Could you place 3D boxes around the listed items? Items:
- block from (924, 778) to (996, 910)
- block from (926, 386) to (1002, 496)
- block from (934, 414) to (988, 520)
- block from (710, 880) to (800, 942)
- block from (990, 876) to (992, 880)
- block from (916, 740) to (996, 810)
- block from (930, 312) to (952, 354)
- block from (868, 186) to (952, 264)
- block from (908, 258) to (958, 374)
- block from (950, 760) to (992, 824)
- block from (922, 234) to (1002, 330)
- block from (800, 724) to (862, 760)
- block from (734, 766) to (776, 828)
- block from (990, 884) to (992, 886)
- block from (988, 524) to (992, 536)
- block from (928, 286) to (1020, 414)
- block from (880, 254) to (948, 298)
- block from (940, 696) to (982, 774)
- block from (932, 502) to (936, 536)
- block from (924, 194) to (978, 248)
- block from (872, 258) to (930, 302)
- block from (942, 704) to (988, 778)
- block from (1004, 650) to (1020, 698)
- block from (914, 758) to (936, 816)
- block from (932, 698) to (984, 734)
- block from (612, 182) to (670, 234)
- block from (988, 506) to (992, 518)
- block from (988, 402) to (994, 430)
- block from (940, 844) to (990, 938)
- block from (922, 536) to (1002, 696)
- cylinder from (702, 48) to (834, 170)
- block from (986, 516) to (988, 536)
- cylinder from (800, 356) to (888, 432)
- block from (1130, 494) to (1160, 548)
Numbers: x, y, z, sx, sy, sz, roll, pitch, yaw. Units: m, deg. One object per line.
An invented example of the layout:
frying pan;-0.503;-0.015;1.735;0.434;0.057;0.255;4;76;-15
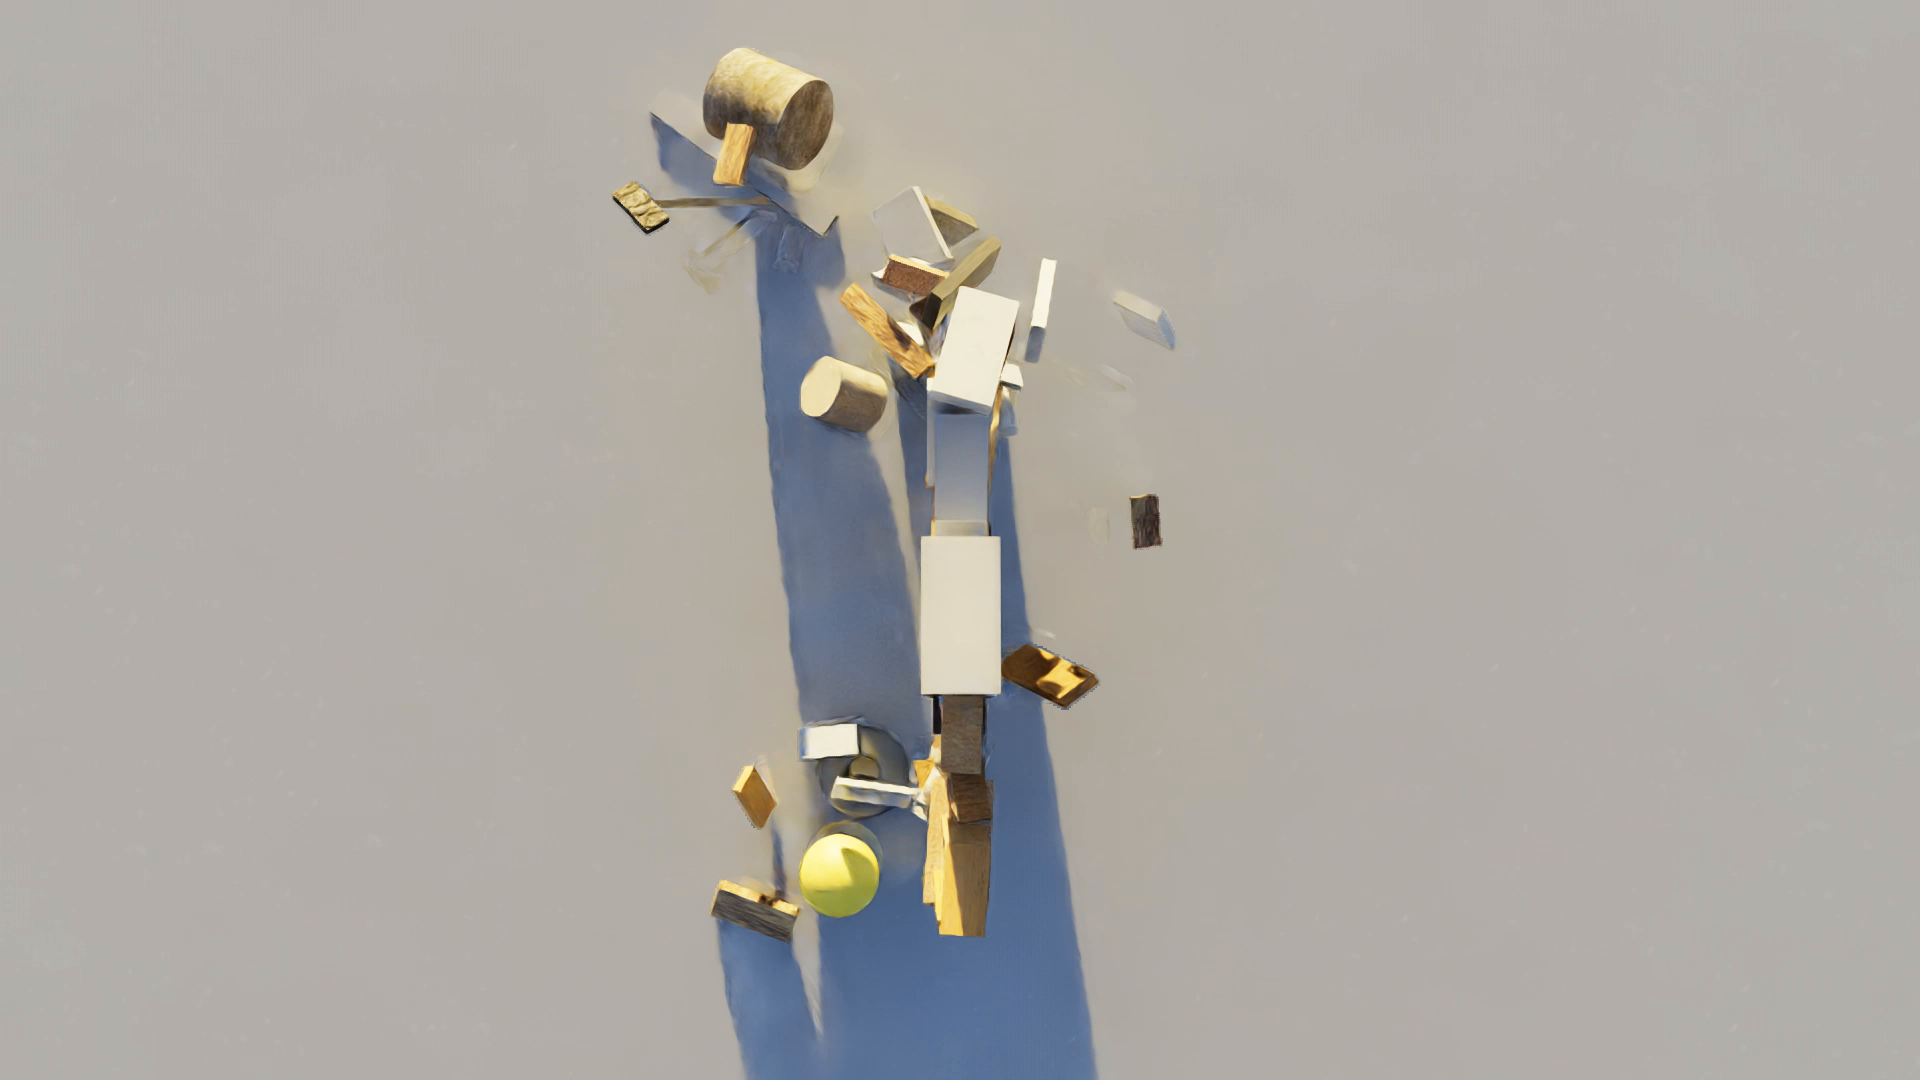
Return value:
block;-0.001;0.804;4.385;0.167;0.047;0.334;2;68;5
block;0.013;-0.297;4.521;0.176;0.050;0.352;7;62;1
block;0.003;-0.173;3.908;0.124;0.035;0.248;1;96;-1
block;-0.676;1.227;5.445;0.273;0.039;0.136;20;125;0
block;0.012;1.050;5.365;0.136;0.273;0.039;-26;109;0
block;-0.011;0.692;4.877;0.132;0.037;0.264;22;61;13
block;-0.051;-0.539;4.301;0.015;0.108;0.054;18;55;-15
block;-0.136;-0.909;5.127;0.168;0.048;0.337;-28;83;23
block;-0.047;-0.646;4.767;0.152;0.043;0.304;-18;95;-8
block;0.025;0.635;4.204;0.083;0.023;0.166;-8;72;-7
block;0.005;-0.679;4.345;0.038;0.135;0.269;38;60;8
block;-0.425;0.661;5.391;0.202;0.029;0.101;-7;71;14
block;-0.670;0.840;5.394;0.029;0.202;0.101;5;48;27
block;-0.001;0.987;5.258;0.136;0.039;0.273;-18;61;5
block;0.004;0.131;5.115;0.180;0.051;0.359;1;90;0
block;0.035;-0.447;3.872;0.147;0.042;0.293;16;66;-1
block;-0.127;-0.742;4.669;0.175;0.025;0.087;17;134;-11
block;0.004;0.476;4.071;0.099;0.028;0.197;2;98;0
block;-0.005;-0.094;4.120;0.123;0.035;0.247;2;75;0
block;-0.090;-1.011;5.312;0.168;0.337;0.048;-30;76;22
block;-0.144;-0.778;4.928;0.152;0.304;0.043;-22;113;-14
block;0.011;0.553;4.523;0.121;0.034;0.241;2;122;1
block;0.156;0.399;4.939;0.018;0.065;0.130;-4;99;20
block;-0.087;0.769;5.158;0.084;0.024;0.168;-9;74;-10
block;-0.003;0.369;4.286;0.135;0.038;0.269;0;91;0
block;-0.952;-0.991;4.918;0.083;0.023;0.166;-37;75;-26
block;0.022;-0.082;5.349;0.151;0.302;0.043;-11;90;0
block;0.024;-0.408;4.224;0.131;0.037;0.263;8;59;-5
block;0.012;0.872;4.104;0.111;0.031;0.222;5;71;-2
block;0.003;0.171;3.721;0.177;0.050;0.354;0;81;0
cylinder;-0.613;-1.379;5.283;0.299;0.299;0.299;28;90;21
block;0.005;0.020;4.424;0.145;0.041;0.290;0;91;0
cylinder;-0.368;-0.459;5.223;0.195;0.195;0.195;17;90;-42
block;0.530;-0.053;4.717;0.074;0.021;0.149;-7;104;-4
